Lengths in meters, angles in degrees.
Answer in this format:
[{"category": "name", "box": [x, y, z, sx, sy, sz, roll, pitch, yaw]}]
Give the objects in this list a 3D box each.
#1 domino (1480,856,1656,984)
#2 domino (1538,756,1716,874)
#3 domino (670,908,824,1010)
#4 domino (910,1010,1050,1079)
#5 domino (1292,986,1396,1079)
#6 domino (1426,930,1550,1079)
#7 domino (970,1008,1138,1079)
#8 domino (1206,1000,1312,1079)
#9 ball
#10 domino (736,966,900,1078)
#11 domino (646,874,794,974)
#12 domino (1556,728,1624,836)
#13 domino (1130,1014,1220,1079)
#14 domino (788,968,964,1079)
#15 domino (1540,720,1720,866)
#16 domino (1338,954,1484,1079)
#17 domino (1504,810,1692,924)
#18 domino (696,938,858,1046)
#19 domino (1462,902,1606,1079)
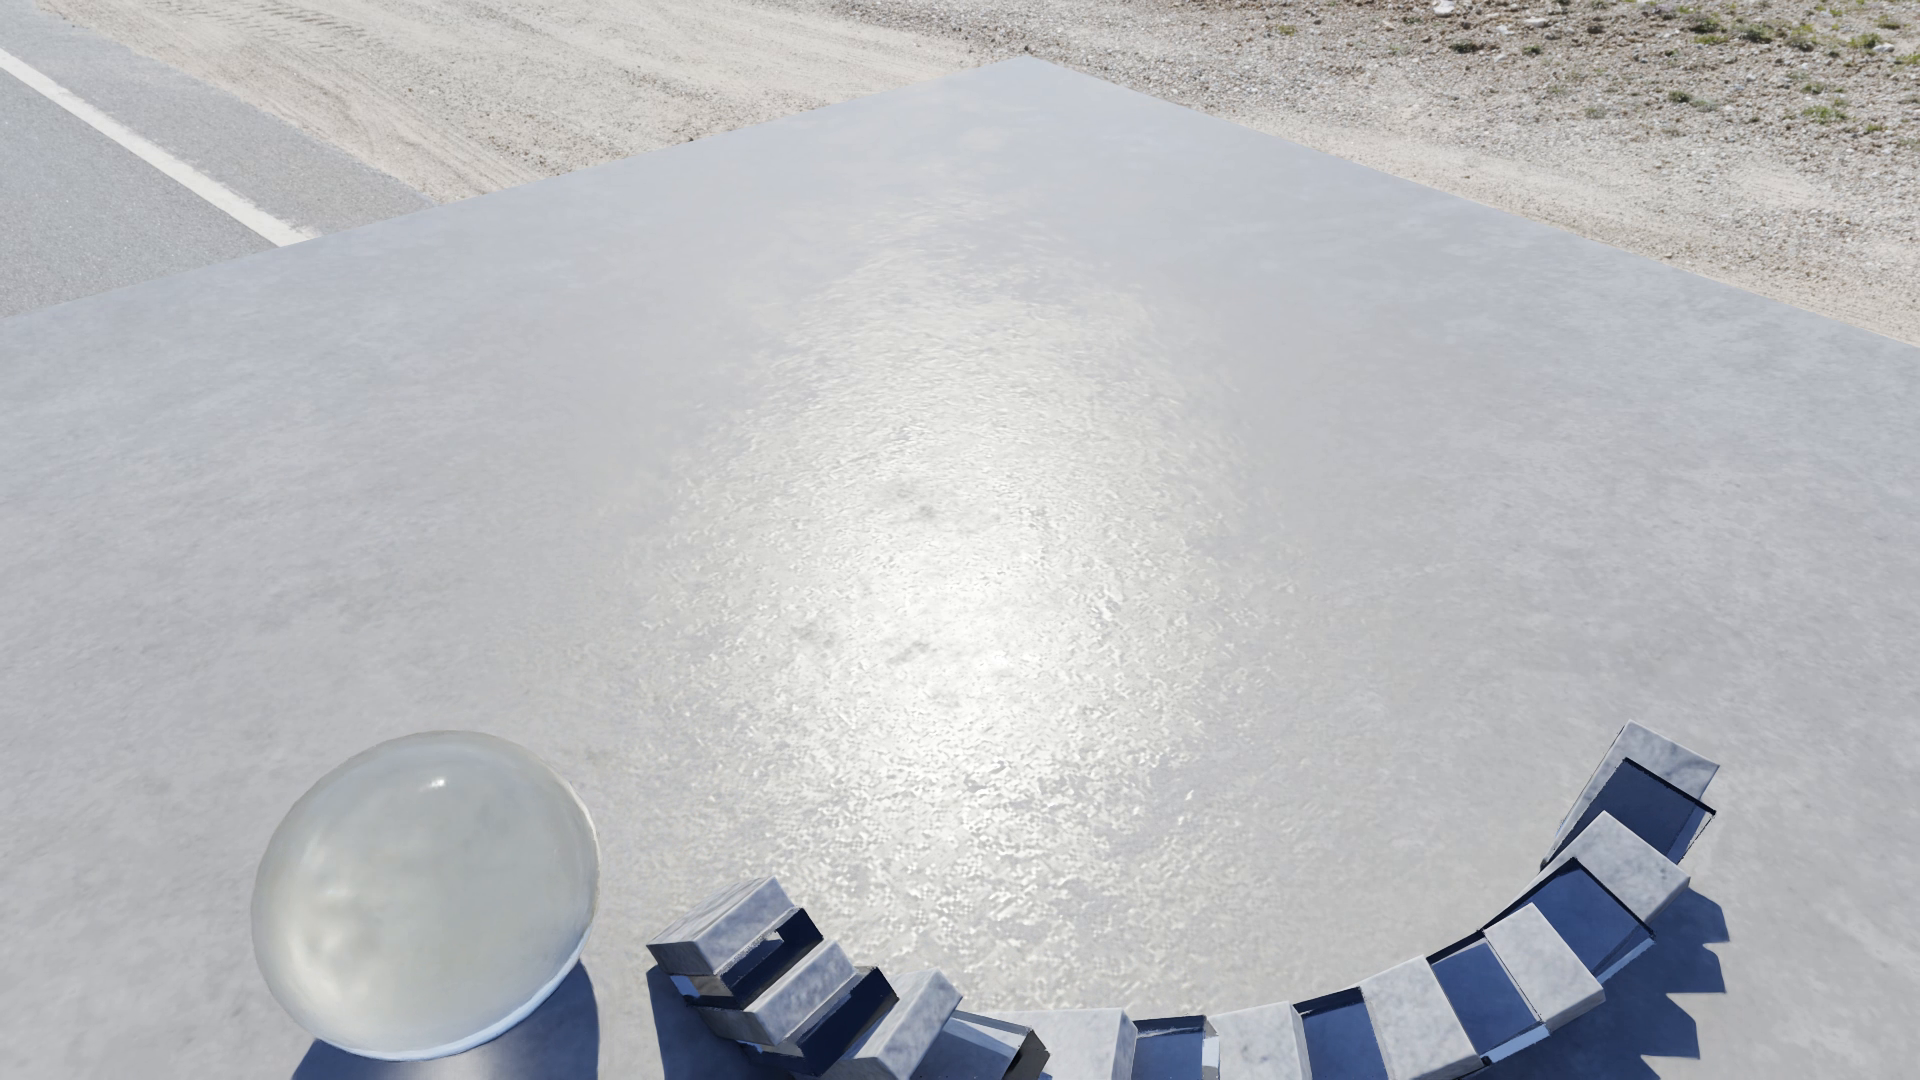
[{"category": "domino", "box": [0.153, 0.110, 0.290, 0.050, 0.010, 0.025, -39, 46, 1]}, {"category": "domino", "box": [0.187, 0.090, 0.312, 0.025, 0.010, 0.050, 37, 85, 33]}, {"category": "domino", "box": [-0.056, 0.108, 0.284, 0.025, 0.050, 0.010, -34, 89, -34]}, {"category": "domino", "box": [-0.005, 0.127, 0.266, 0.050, 0.010, 0.025, -12, 26, 46]}, {"category": "domino", "box": [0.078, 0.129, 0.267, 0.050, 0.009, 0.025, -25, 37, 18]}, {"category": "domino", "box": [0.116, 0.122, 0.275, 0.050, 0.010, 0.025, -33, 41, 10]}, {"category": "domino", "box": [0.017, 0.129, 0.268, 0.050, 0.009, 0.025, -16, 31, 29]}, {"category": "domino", "box": [0.059, 0.130, 0.265, 0.050, 0.009, 0.025, -22, 36, 22]}, {"category": "ball", "box": [-0.133, 0.089, 0.280, 0.080, 0.080, 0.080, 0, 39, 0]}, {"category": "domino", "box": [-0.037, 0.118, 0.272, 0.025, 0.050, 0.010, -34, 89, -34]}, {"category": "domino", "box": [-0.064, 0.102, 0.291, 0.025, 0.050, 0.009, -34, 89, -34]}, {"category": "domino", "box": [0.210, 0.082, 0.344, 0.025, 0.010, 0.050, 31, 49, 32]}, {"category": "domino", "box": [0.037, 0.131, 0.265, 0.050, 0.009, 0.025, -18, 32, 27]}, {"category": "domino", "box": [-0.022, 0.120, 0.269, 0.010, 0.050, 0.025, 49, 49, -4]}, {"category": "domino", "box": [0.197, 0.081, 0.323, 0.025, 0.009, 0.050, 32, 82, 32]}, {"category": "domino", "box": [0.098, 0.125, 0.271, 0.050, 0.010, 0.025, -30, 40, 13]}, {"category": "domino", "box": [0.170, 0.101, 0.300, 0.050, 0.010, 0.025, -43, 49, -2]}, {"category": "domino", "box": [-0.047, 0.113, 0.277, 0.025, 0.050, 0.010, -34, 89, -34]}, {"category": "domino", "box": [0.134, 0.118, 0.282, 0.050, 0.009, 0.025, -33, 43, 5]}]
